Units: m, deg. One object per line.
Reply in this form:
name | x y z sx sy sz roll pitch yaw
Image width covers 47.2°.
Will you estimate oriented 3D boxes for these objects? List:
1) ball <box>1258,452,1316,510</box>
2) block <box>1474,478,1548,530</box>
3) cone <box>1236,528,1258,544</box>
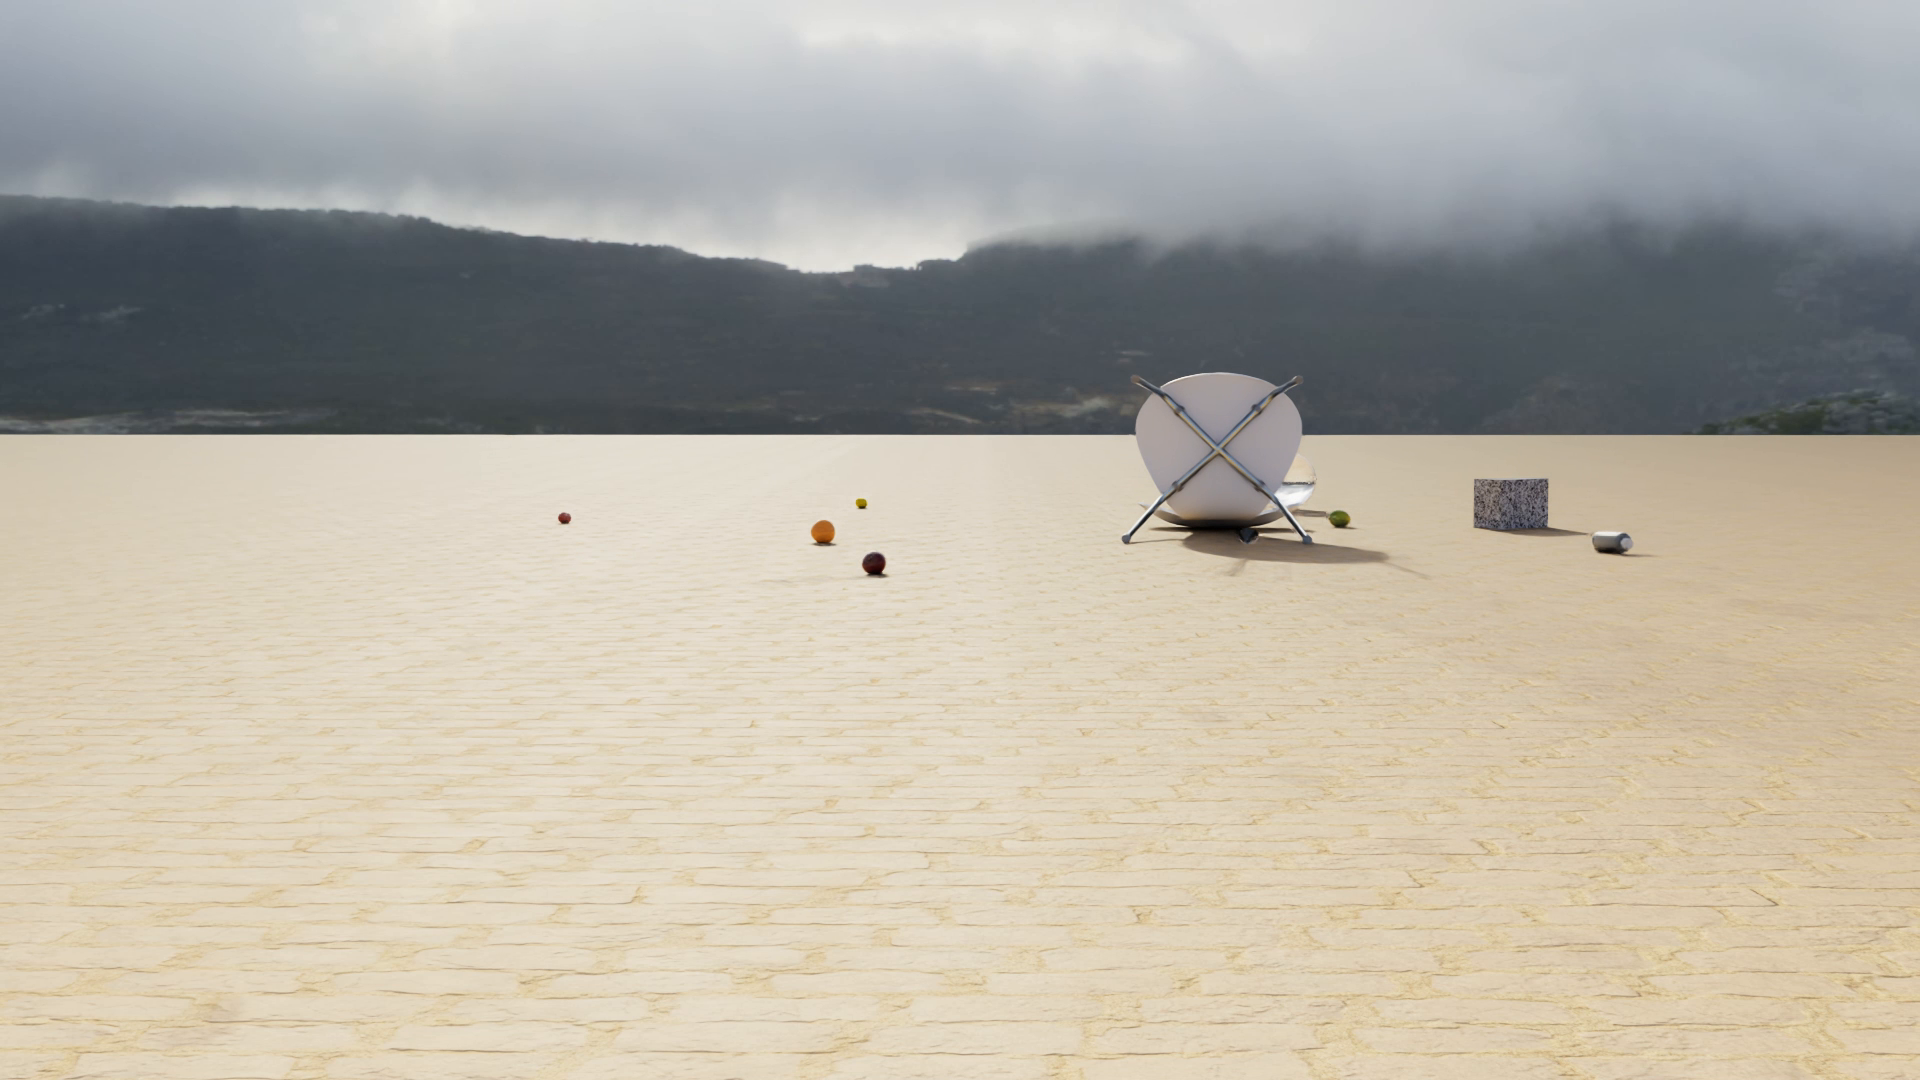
ball | 1.219 -0.222 8.200 0.217 0.217 0.217 0 4 0
block | 1.790 -0.120 7.142 0.221 0.158 0.117 -3 5 -34
cone | 0.831 0.000 6.380 0.068 0.057 0.035 -24 32 37
